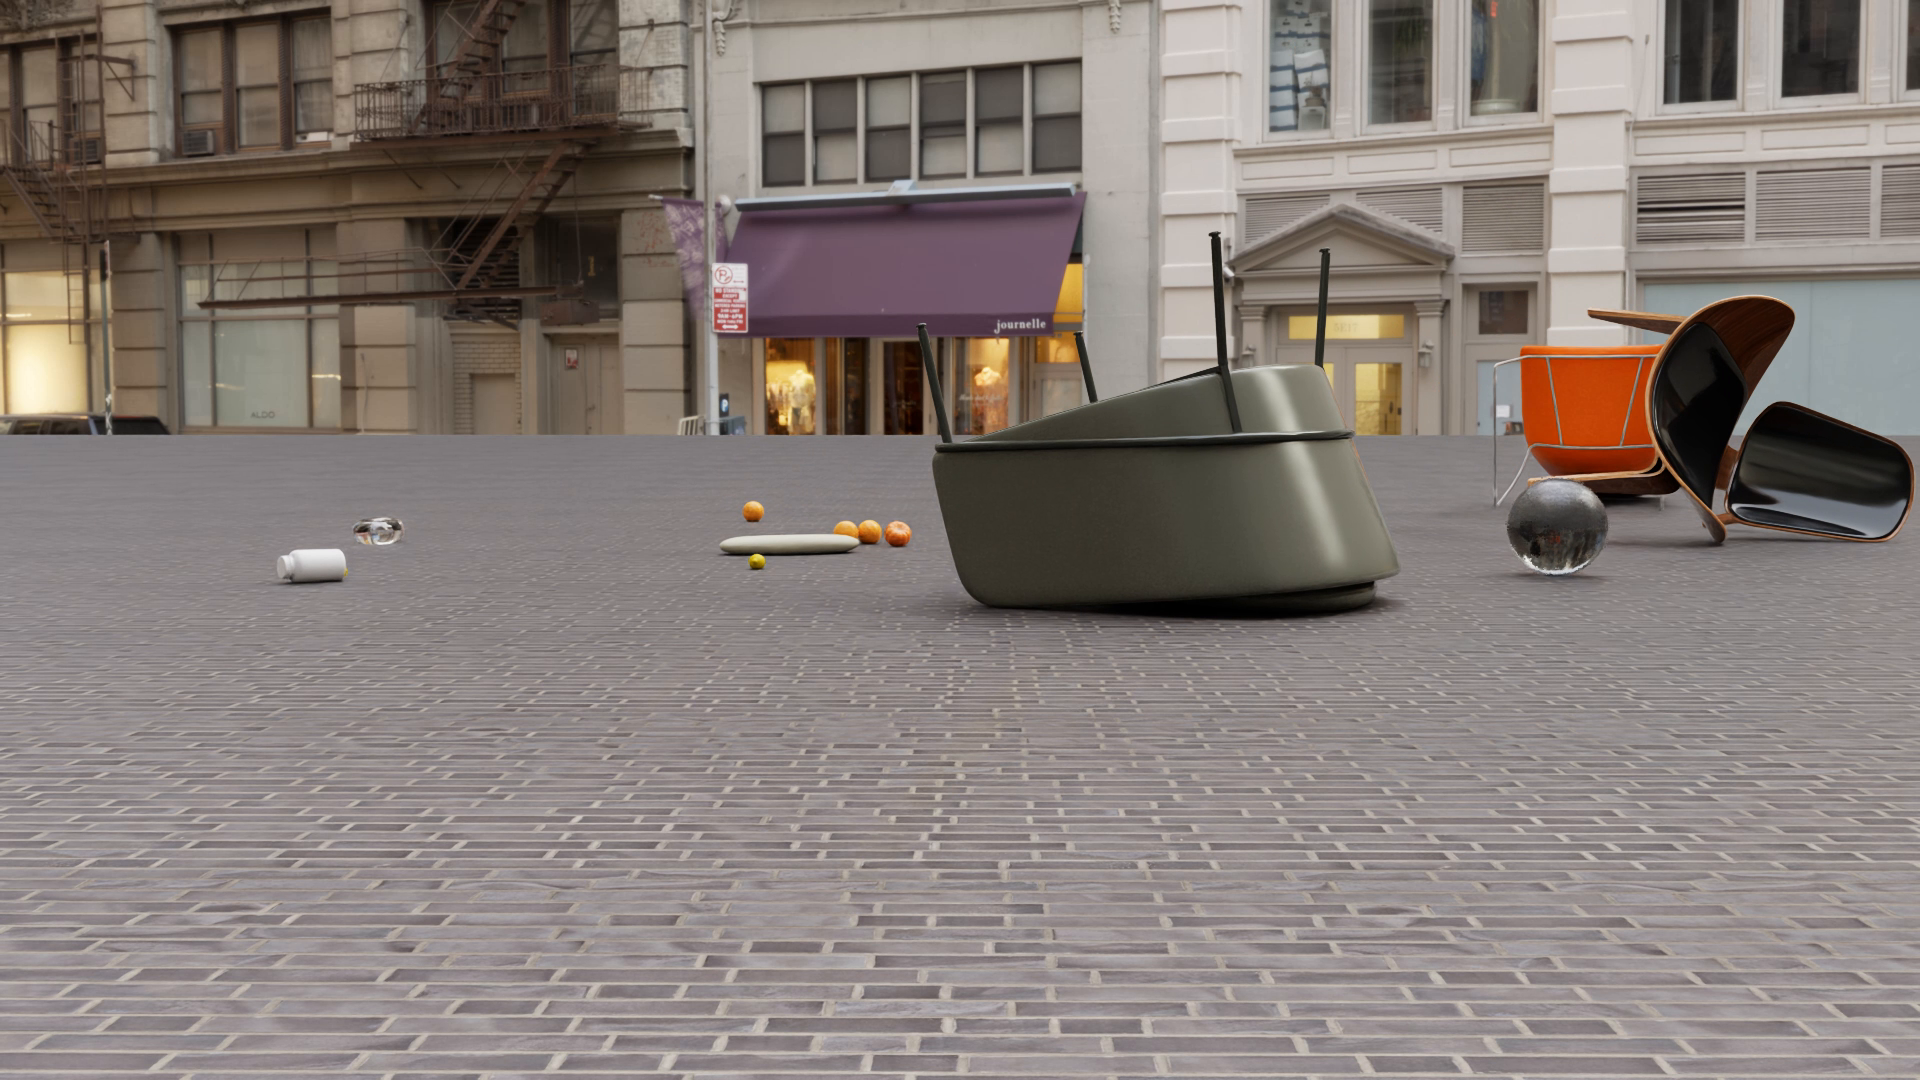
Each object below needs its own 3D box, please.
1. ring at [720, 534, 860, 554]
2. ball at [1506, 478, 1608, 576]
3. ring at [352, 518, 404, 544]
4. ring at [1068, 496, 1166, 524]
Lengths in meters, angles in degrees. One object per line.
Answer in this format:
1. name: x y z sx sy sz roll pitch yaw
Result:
1. ring: -0.466 0.013 6.017 0.387 0.048 0.168 -1 3 -14
2. ball: 1.437 -0.032 5.291 0.236 0.236 0.236 0 4 0
3. ring: -1.701 -0.027 6.437 0.146 0.069 0.239 -2 5 -6
4. ring: 0.526 -0.100 7.394 0.328 0.084 0.324 -2 4 -38
